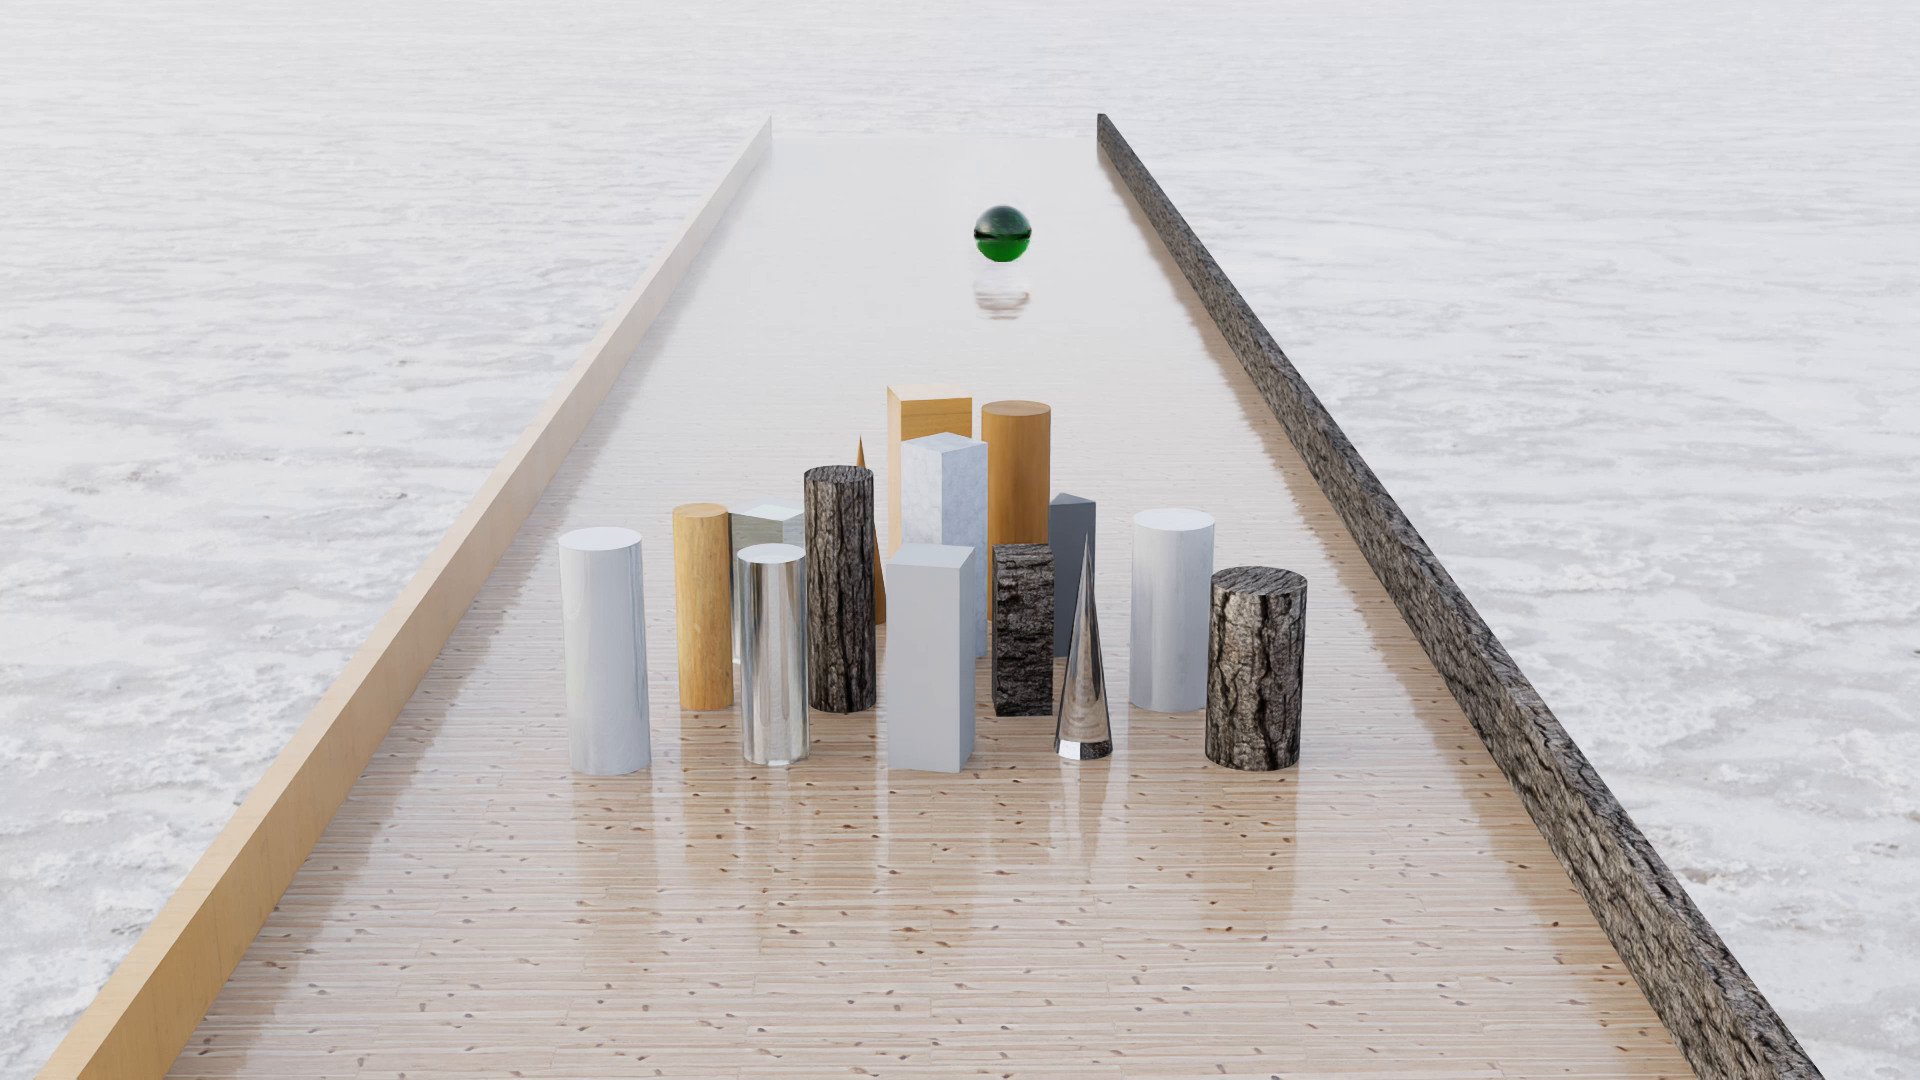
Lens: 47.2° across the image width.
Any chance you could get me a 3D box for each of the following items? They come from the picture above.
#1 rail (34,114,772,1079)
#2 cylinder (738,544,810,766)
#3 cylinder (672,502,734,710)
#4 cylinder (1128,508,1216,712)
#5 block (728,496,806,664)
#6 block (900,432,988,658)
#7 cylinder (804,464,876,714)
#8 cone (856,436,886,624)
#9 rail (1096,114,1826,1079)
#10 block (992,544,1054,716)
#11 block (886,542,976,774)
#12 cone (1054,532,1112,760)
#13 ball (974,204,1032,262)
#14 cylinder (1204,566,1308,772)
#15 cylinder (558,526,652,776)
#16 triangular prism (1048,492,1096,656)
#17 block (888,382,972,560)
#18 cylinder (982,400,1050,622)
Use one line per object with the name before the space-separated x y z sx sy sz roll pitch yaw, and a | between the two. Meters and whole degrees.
rail | -1.118 -0.838 7.780 0.050 0.150 12.000 0 17 -1
cylinder | -0.329 0.202 3.891 0.120 0.374 0.120 0 17 0
cylinder | -0.483 0.125 4.141 0.102 0.378 0.102 0 17 0
cylinder | 0.399 0.132 4.158 0.153 0.357 0.153 0 17 0
block | -0.369 0.087 4.386 0.135 0.312 0.135 9 19 28
block | -0.031 0.019 4.389 0.121 0.441 0.121 -14 22 -40
cylinder | -0.224 0.092 4.130 0.129 0.448 0.129 0 17 0
cone | -0.206 -0.028 4.613 0.113 0.404 0.113 0 17 0
rail | 0.932 -0.844 7.801 0.050 0.150 12.000 0 17 -1
block | 0.117 0.169 4.124 0.105 0.305 0.105 -1 17 -4
block | -0.050 0.207 3.872 0.129 0.376 0.129 4 17 12
cone | 0.222 0.180 3.905 0.107 0.409 0.107 0 17 0
ball | 0.175 -1.261 9.049 0.239 0.239 0.239 0 17 0
cylinder | 0.523 0.227 3.894 0.169 0.326 0.169 0 17 0
cylinder | -0.621 0.194 3.852 0.143 0.411 0.143 0 17 0
triangular prism | 0.214 0.069 4.434 0.096 0.320 0.083 -4 17 -12
block | -0.068 -0.122 4.890 0.158 0.426 0.158 -4 17 -12
cylinder | 0.117 -0.059 4.635 0.145 0.450 0.145 0 17 0
